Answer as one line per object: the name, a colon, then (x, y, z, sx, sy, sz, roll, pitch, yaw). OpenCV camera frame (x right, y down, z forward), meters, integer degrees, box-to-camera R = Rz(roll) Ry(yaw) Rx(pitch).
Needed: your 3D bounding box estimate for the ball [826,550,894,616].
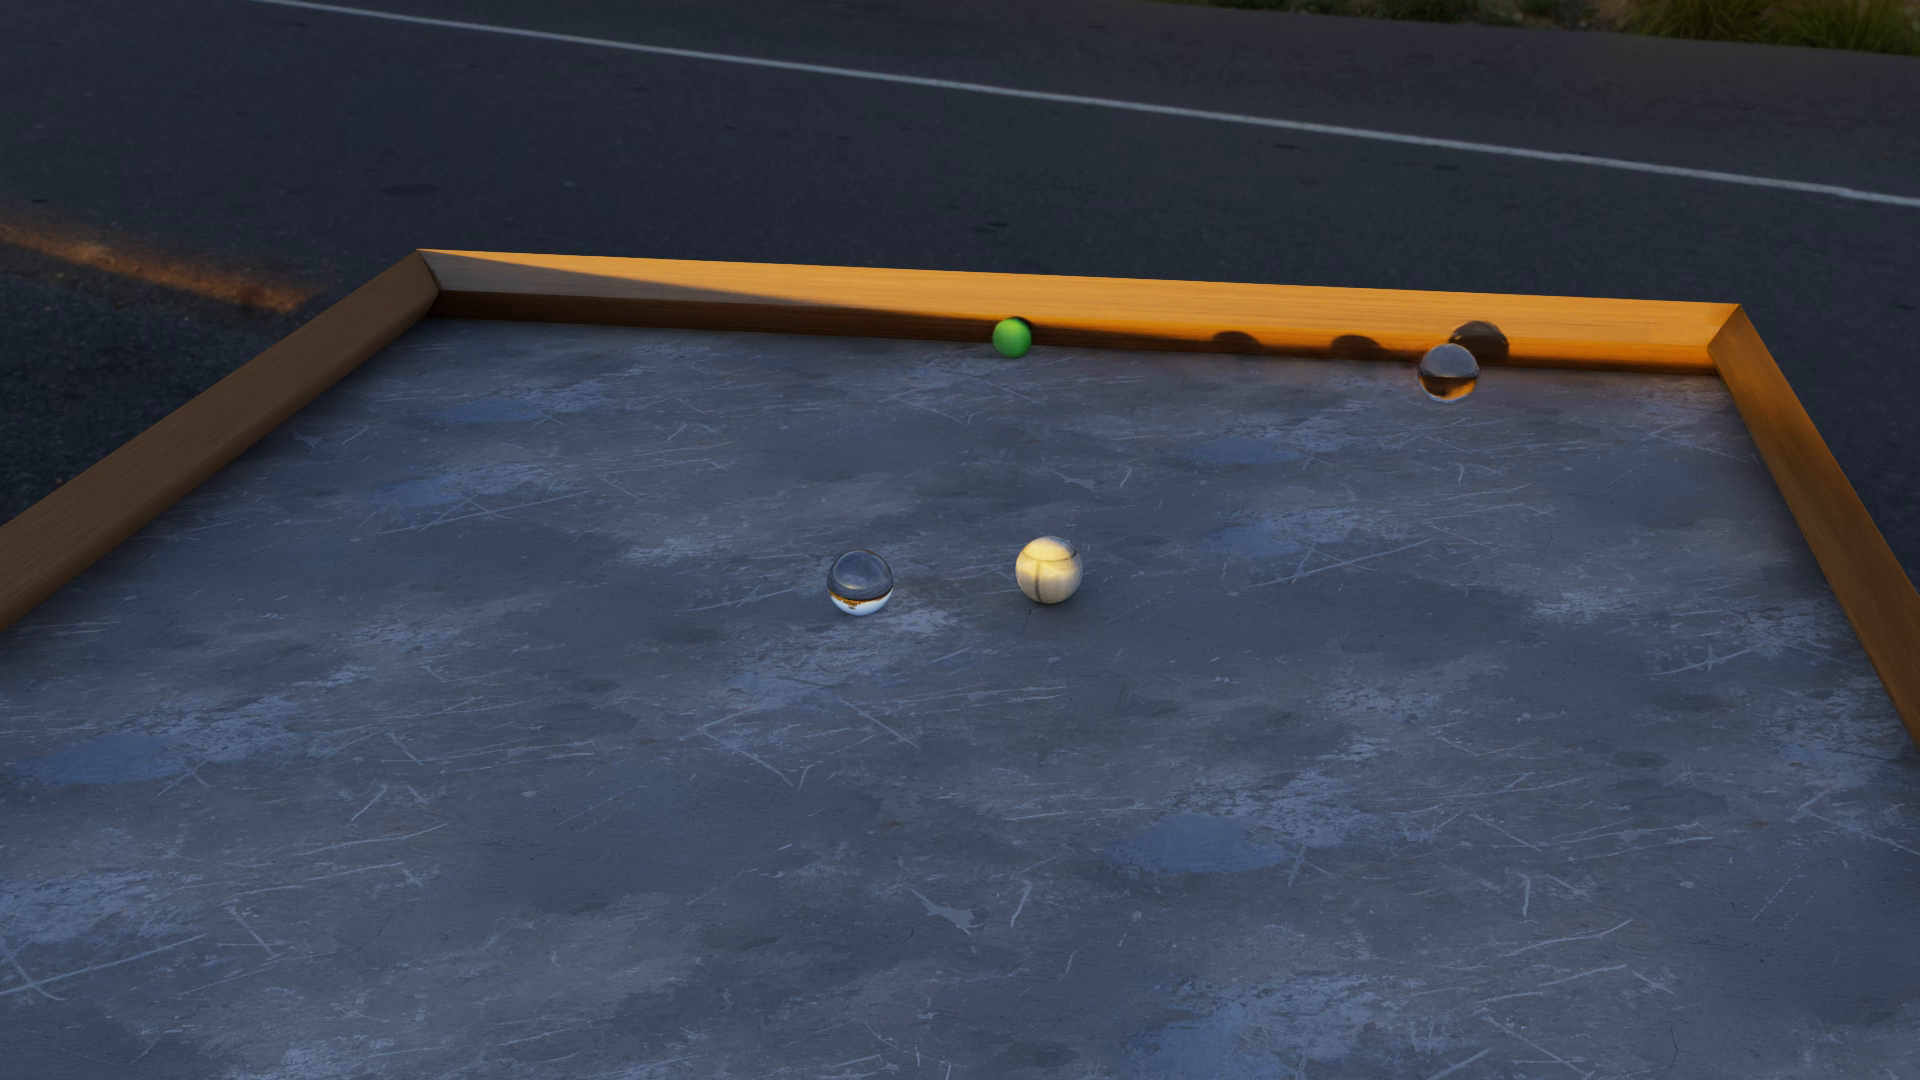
ball: (-0.105, 0.045, 2.317, 0.070, 0.070, 0.070, 0, 22, 0)

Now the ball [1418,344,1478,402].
ball: (0.658, -0.225, 2.964, 0.080, 0.080, 0.080, 0, 22, 0)

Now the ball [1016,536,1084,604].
ball: (0.095, 0.032, 2.347, 0.072, 0.072, 0.072, 0, 22, 0)

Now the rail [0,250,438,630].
rail: (-1.056, 0.242, 1.787, 0.045, 0.104, 3.375, 3, 22, 8)

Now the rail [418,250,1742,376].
rail: (0.127, -0.325, 3.175, 1.921, 0.104, 0.045, 3, 22, 8)

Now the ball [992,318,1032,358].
ball: (0.074, -0.290, 3.153, 0.056, 0.056, 0.056, 0, 22, 0)

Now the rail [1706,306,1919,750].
rail: (0.795, 0.352, 1.519, 0.045, 0.104, 3.375, 3, 22, 8)
